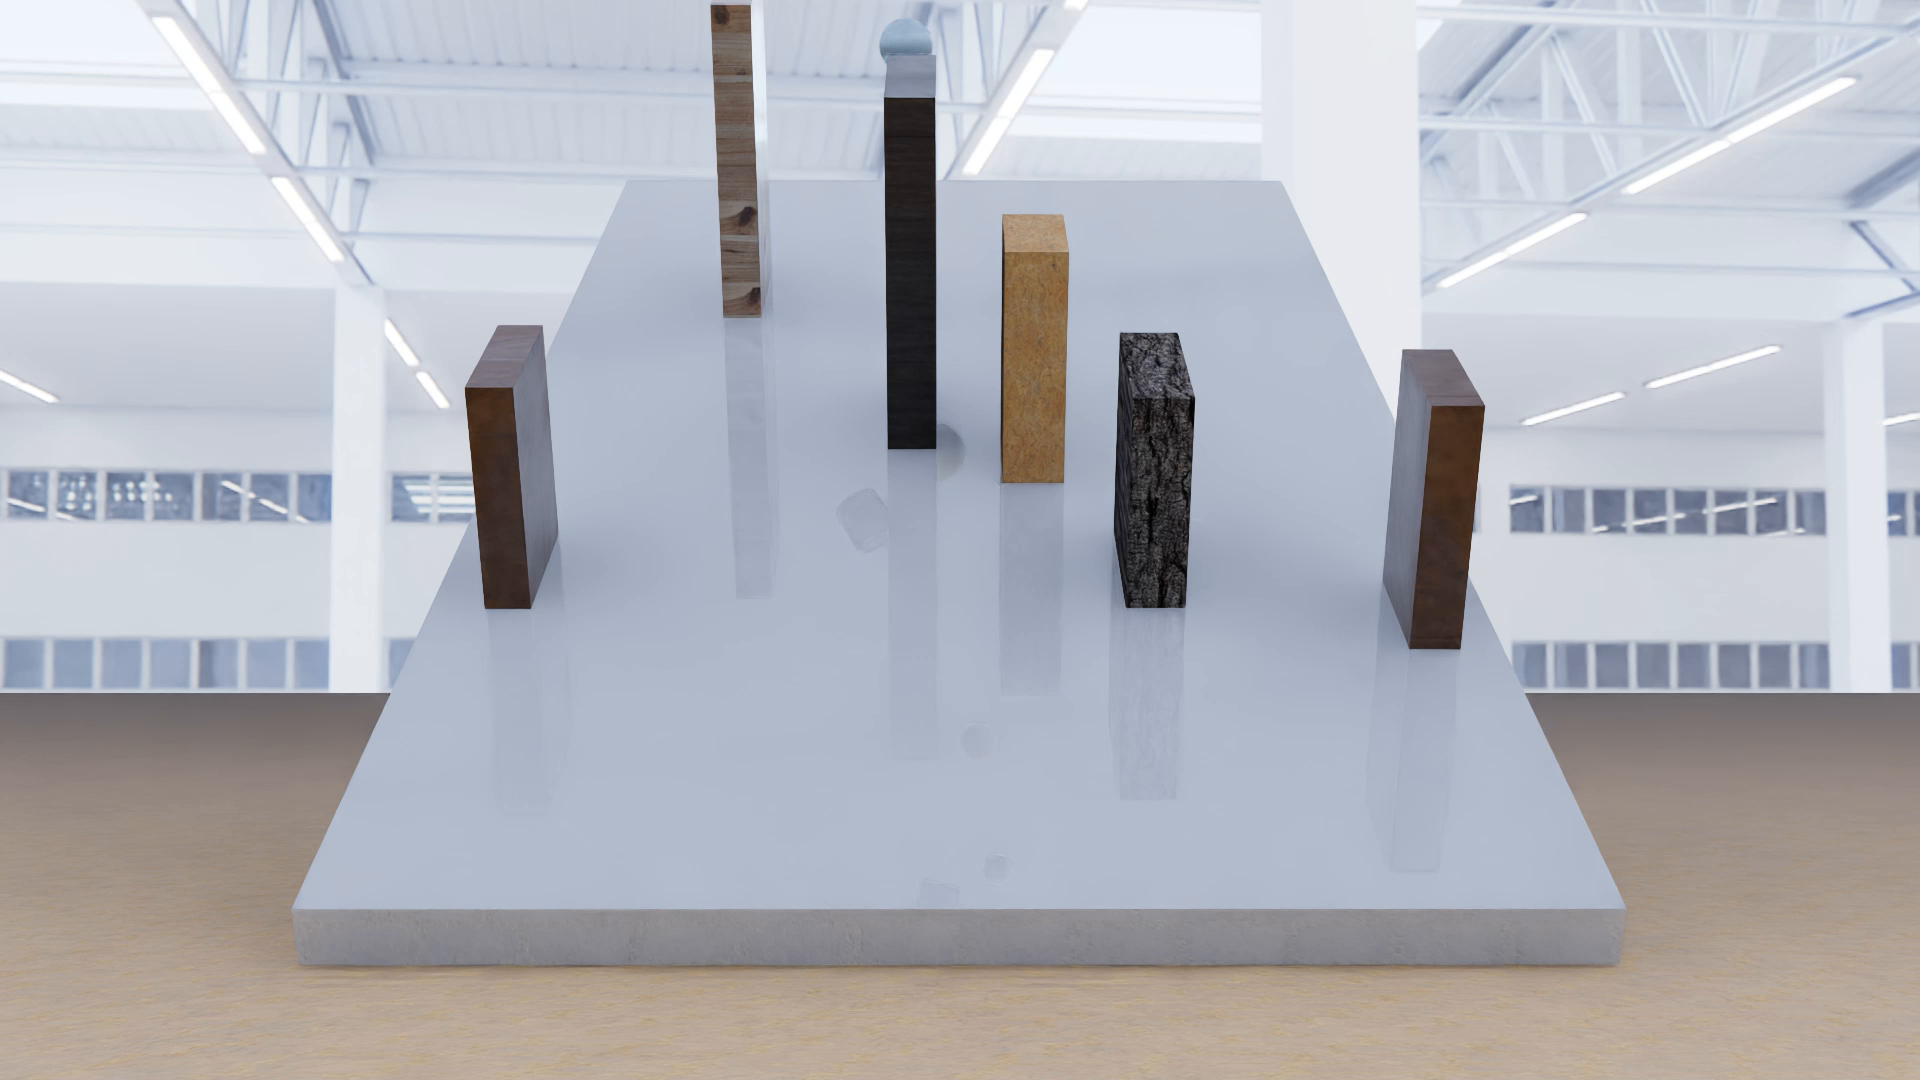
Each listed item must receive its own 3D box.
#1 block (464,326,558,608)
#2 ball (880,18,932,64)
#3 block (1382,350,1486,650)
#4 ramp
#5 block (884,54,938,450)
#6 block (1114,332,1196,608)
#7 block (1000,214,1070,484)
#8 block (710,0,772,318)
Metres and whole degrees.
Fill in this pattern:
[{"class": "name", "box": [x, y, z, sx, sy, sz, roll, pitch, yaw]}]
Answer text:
[{"class": "block", "box": [-0.857, -0.144, 4.481, 0.088, 0.447, 0.344, 0, 24, 0]}, {"class": "ball", "box": [-0.156, -1.431, 6.749, 0.155, 0.155, 0.155, 0, -4, 0]}, {"class": "block", "box": [0.870, -0.078, 4.307, 0.094, 0.477, 0.293, 0, 24, 0]}, {"class": "ramp", "box": [-0.008, -0.229, 5.334, 2.000, 0.100, 4.000, 0, 24, 0]}, {"class": "block", "box": [-0.106, -0.640, 5.169, 0.107, 0.785, 0.396, 0, 24, 0]}, {"class": "block", "box": [0.371, -0.139, 4.505, 0.114, 0.424, 0.363, 0, 24, 0]}, {"class": "block", "box": [0.157, -0.411, 4.994, 0.131, 0.513, 0.270, 0, 24, 0]}, {"class": "block", "box": [-0.555, -1.008, 5.965, 0.097, 0.795, 0.383, 0, 24, 0]}]
